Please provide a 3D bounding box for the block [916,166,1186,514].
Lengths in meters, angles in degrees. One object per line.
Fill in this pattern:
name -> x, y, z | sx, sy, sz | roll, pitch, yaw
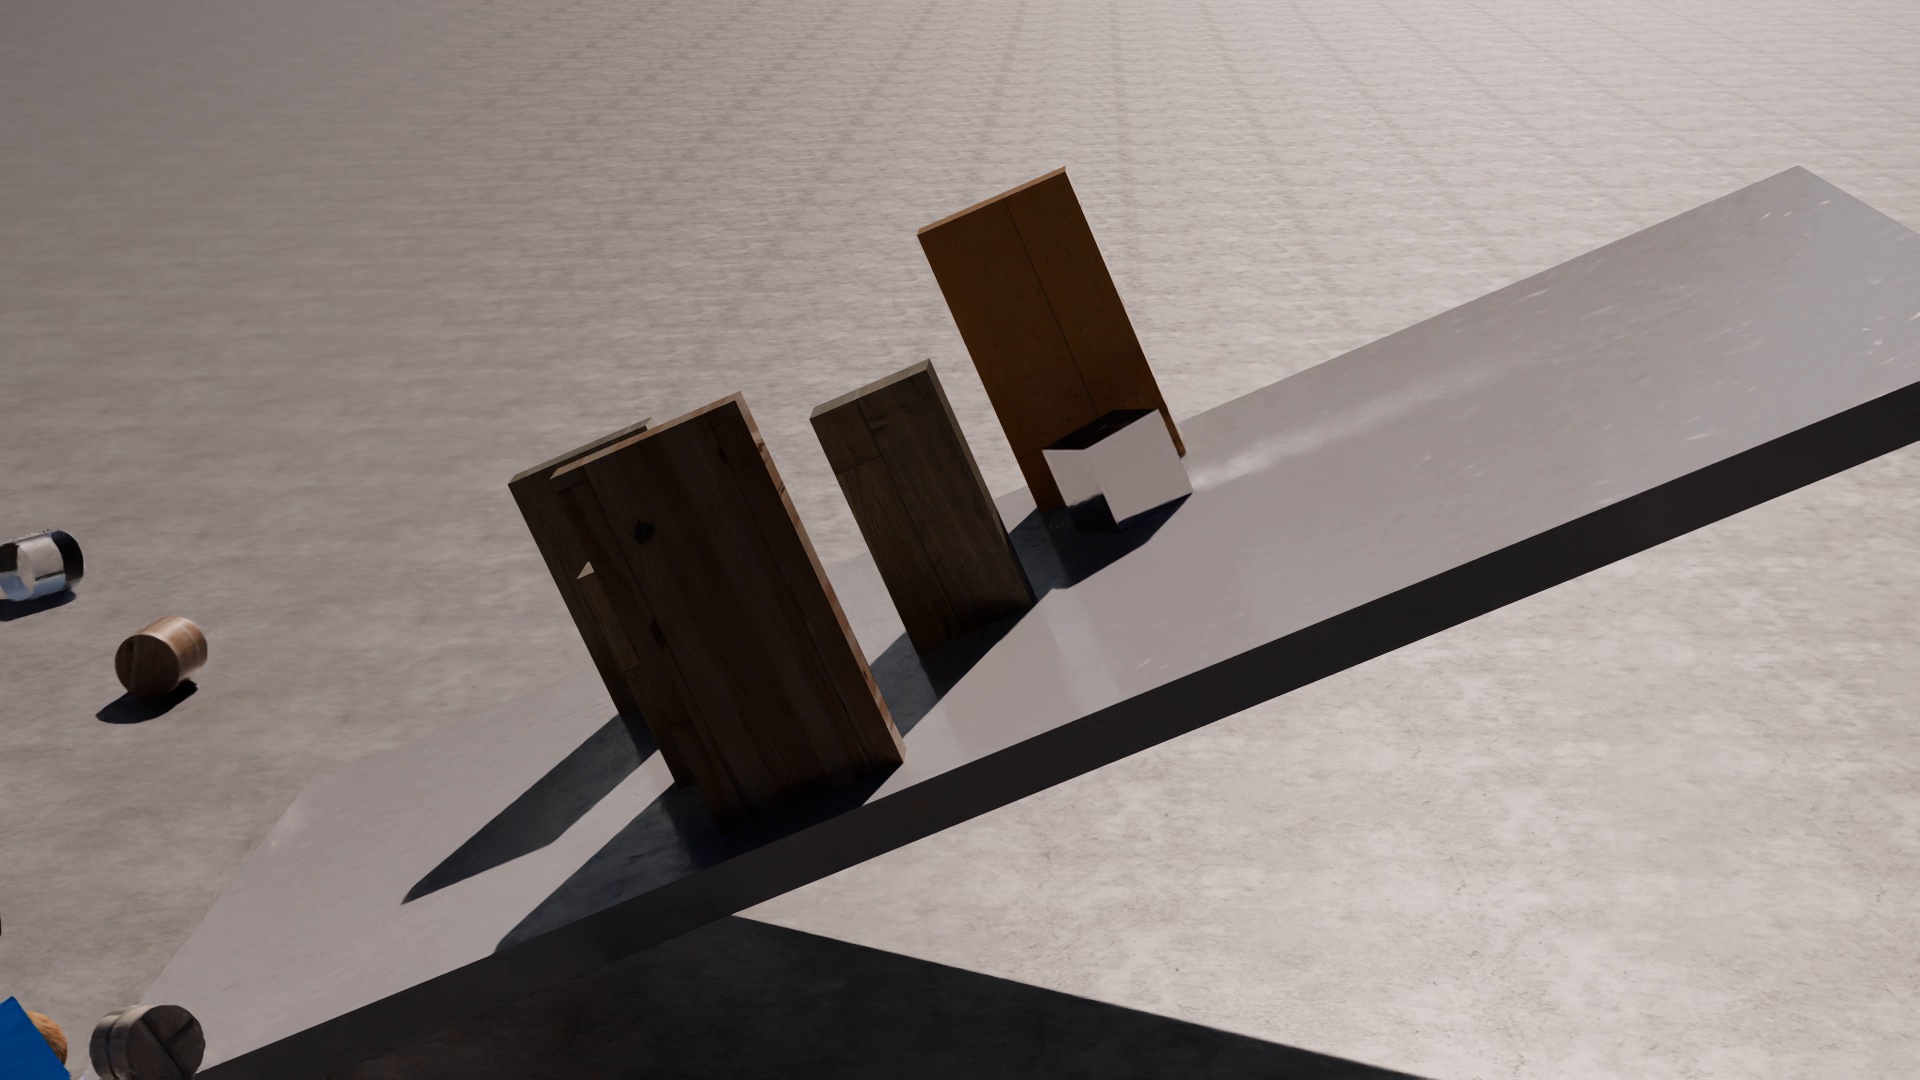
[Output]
block -> 0.216, -0.463, 6.844 | 0.371, 0.715, 0.098 | -22, 13, 8

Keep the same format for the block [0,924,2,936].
block -> -2.283, 0.868, 6.738 | 0.121, 0.121, 0.121 | 2, 15, 6

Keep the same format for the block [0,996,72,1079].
block -> -1.903, 1.048, 5.719 | 0.195, 0.195, 0.195 | -31, 6, 33

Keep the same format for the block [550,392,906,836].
block -> -0.426, 0.142, 5.473 | 0.375, 0.752, 0.083 | -22, 13, 8

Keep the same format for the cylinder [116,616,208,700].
cylinder -> -2.326, 0.342, 8.573 | 0.197, 0.197, 0.197 | 3, 15, 10

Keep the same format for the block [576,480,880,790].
block -> -0.463, 0.194, 5.945 | 0.439, 0.484, 0.127 | -22, 13, 8

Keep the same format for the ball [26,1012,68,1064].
ball -> -1.876, 1.028, 5.909 | 0.159, 0.159, 0.159 | 0, 15, 0

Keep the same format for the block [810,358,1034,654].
block -> -0.077, -0.070, 6.158 | 0.265, 0.550, 0.116 | -22, 13, 8

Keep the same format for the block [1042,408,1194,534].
block -> 0.349, -0.153, 6.507 | 0.205, 0.205, 0.205 | -29, 14, -22

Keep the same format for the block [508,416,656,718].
block -> -0.739, 0.064, 6.715 | 0.346, 0.601, 0.094 | -22, 13, 8

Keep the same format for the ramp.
ramp -> 0.131, 0.171, 6.285 | 4.000, 0.100, 2.000 | -22, 13, 8

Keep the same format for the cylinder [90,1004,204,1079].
cylinder -> -1.535, 0.957, 5.552 | 0.156, 0.156, 0.156 | -15, 2, -44

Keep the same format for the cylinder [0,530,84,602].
cylinder -> -2.988, 0.084, 9.548 | 0.196, 0.196, 0.196 | 10, 18, 33
